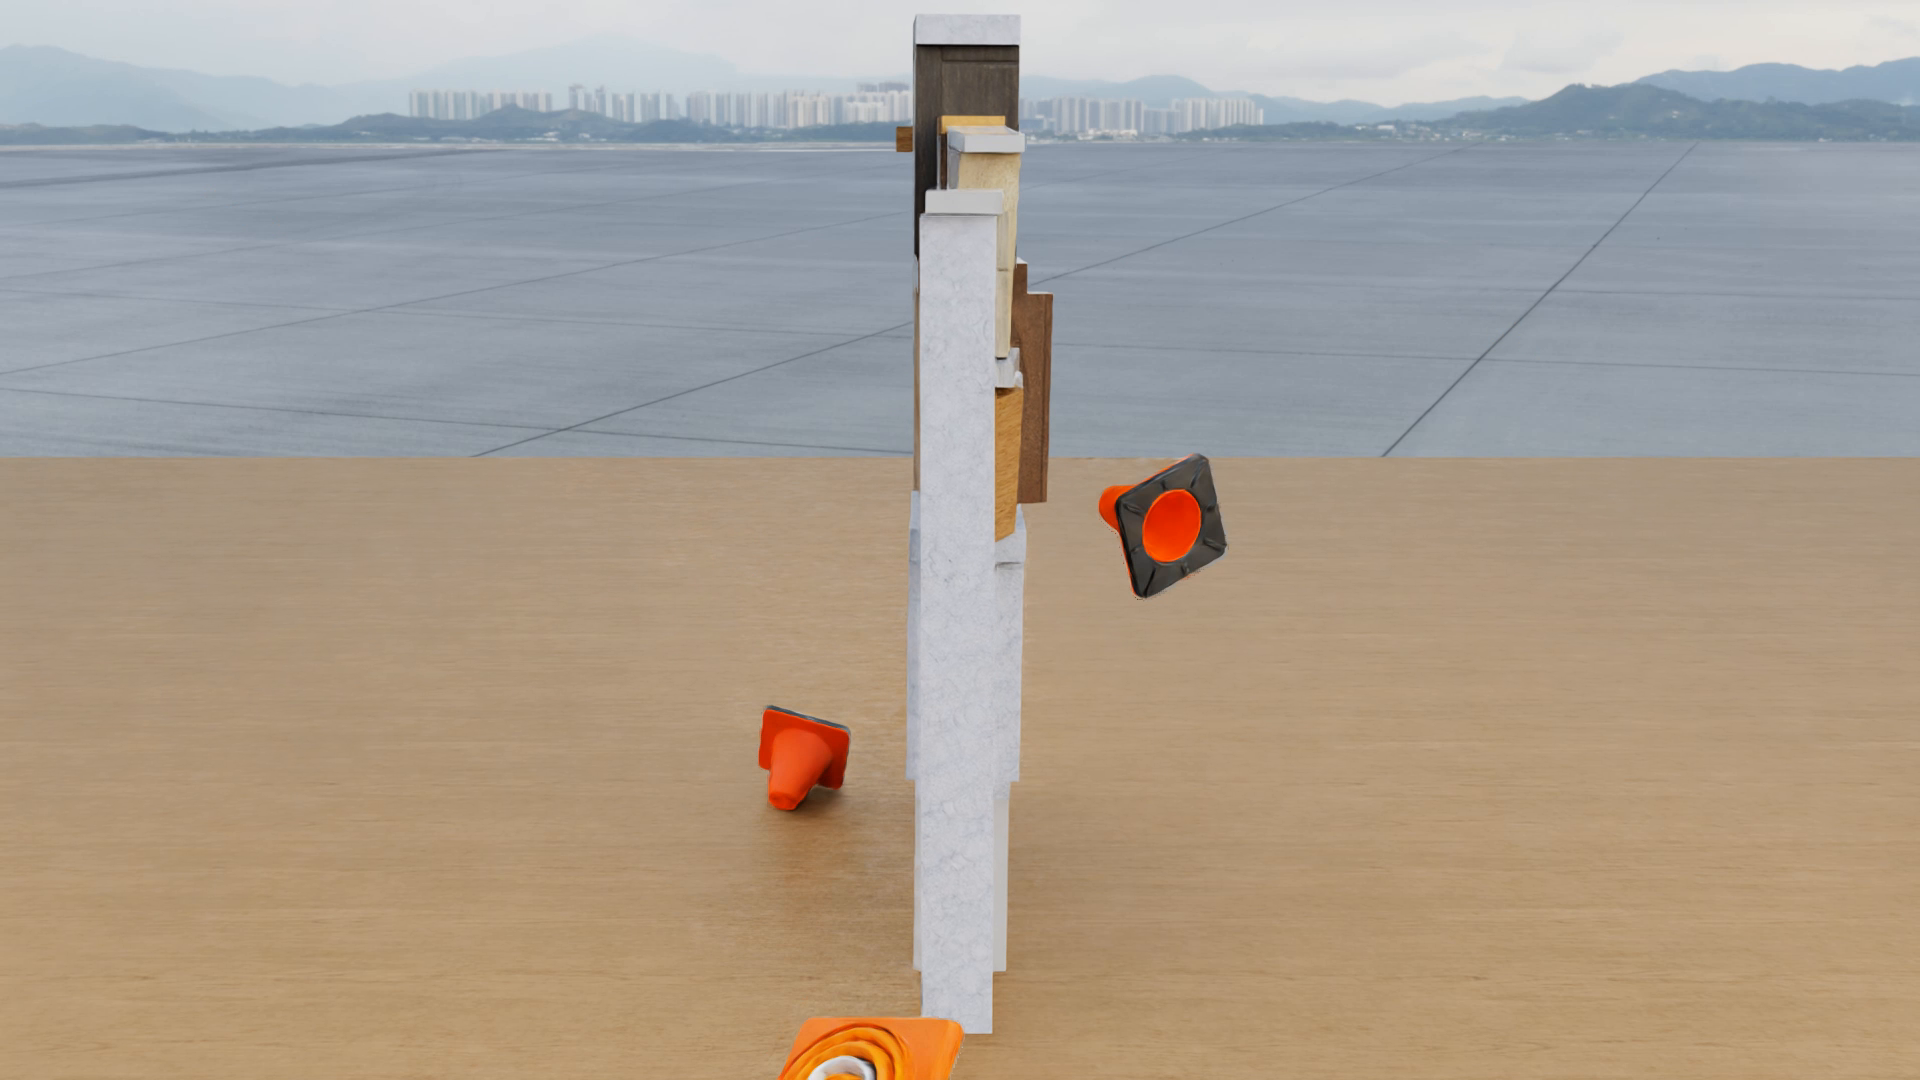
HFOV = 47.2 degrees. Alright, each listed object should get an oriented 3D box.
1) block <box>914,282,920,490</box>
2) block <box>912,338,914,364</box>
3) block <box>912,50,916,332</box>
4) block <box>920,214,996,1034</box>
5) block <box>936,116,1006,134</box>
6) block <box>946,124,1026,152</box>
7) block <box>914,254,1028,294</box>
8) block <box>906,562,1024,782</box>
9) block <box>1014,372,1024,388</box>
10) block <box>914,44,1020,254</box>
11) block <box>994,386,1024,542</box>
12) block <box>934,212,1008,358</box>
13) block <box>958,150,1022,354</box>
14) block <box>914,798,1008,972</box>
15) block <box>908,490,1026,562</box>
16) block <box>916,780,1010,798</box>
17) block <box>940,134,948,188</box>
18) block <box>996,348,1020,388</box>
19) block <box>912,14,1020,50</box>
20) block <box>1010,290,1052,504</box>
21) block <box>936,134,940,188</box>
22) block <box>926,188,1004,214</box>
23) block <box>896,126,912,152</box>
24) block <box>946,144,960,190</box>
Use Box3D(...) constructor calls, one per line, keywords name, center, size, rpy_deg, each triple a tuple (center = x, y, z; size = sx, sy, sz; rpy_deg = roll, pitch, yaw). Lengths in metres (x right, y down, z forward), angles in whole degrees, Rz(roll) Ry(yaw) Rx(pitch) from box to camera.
Box3D(name="block", center=(0.005, -0.139, 3.544), size=(0.158, 0.549, 0.045), rpy_deg=(0, 10, -3))
Box3D(name="block", center=(-0.004, -0.331, 3.710), size=(0.143, 0.040, 0.285), rpy_deg=(0, 11, 1))
Box3D(name="block", center=(0.002, -0.584, 3.694), size=(0.162, 0.464, 0.046), rpy_deg=(0, 10, 1))
Box3D(name="block", center=(-0.003, 0.135, 2.983), size=(0.099, 1.145, 0.028), rpy_deg=(0, 13, 1))
Box3D(name="block", center=(0.015, -0.625, 3.318), size=(0.093, 0.026, 0.185), rpy_deg=(0, 10, -3))
Box3D(name="block", center=(0.035, -0.574, 3.141), size=(0.086, 0.024, 0.171), rpy_deg=(-1, 15, -9))
Box3D(name="block", center=(0.013, -0.413, 3.389), size=(0.158, 0.045, 0.317), rpy_deg=(0, 10, -3))
Box3D(name="block", center=(0.006, 0.184, 3.194), size=(0.165, 0.330, 0.047), rpy_deg=(1, 10, -1))
Box3D(name="block", center=(0.030, -0.141, 3.192), size=(0.110, 0.220, 0.031), rpy_deg=(0, 32, -4))
Box3D(name="block", center=(0.009, -0.615, 3.474), size=(0.162, 0.323, 0.046), rpy_deg=(0, 11, -3))
Box3D(name="block", center=(0.034, -0.097, 3.021), size=(0.031, 0.220, 0.110), rpy_deg=(24, 34, 35))
Box3D(name="block", center=(0.015, -0.349, 3.004), size=(0.099, 0.198, 0.028), rpy_deg=(0, 2, -5))
Box3D(name="block", center=(0.035, -0.404, 3.084), size=(0.085, 0.282, 0.024), rpy_deg=(3, -6, 4))
Box3D(name="block", center=(0.001, 0.511, 3.322), size=(0.140, 0.280, 0.040), rpy_deg=(1, 10, 0))
Box3D(name="block", center=(0.009, -0.022, 3.270), size=(0.165, 0.047, 0.330), rpy_deg=(1, 11, -1))
Box3D(name="block", center=(0.003, 0.337, 3.385), size=(0.140, 0.040, 0.280), rpy_deg=(1, 11, 0))
Box3D(name="block", center=(0.017, -0.510, 3.277), size=(0.093, 0.185, 0.026), rpy_deg=(0, 11, -3))
Box3D(name="block", center=(0.024, -0.242, 3.062), size=(0.110, 0.031, 0.220), rpy_deg=(2, 11, 3))
Box3D(name="block", center=(0.007, -0.816, 3.544), size=(0.162, 0.046, 0.323), rpy_deg=(0, 10, -2))
Box3D(name="block", center=(0.054, -0.212, 3.301), size=(0.158, 0.317, 0.045), rpy_deg=(-3, 12, -23))
Box3D(name="block", center=(0.011, -0.531, 3.398), size=(0.093, 0.185, 0.026), rpy_deg=(0, 11, -3))
Box3D(name="block", center=(0.008, -0.453, 2.935), size=(0.099, 0.028, 0.198), rpy_deg=(1, 10, 2))
Box3D(name="block", center=(-0.019, -0.706, 3.875), size=(0.149, 0.042, 0.298), rpy_deg=(1, 11, 6))
Box3D(name="block", center=(0.025, -0.491, 3.211), size=(0.085, 0.171, 0.024), rpy_deg=(-1, 10, -6))
